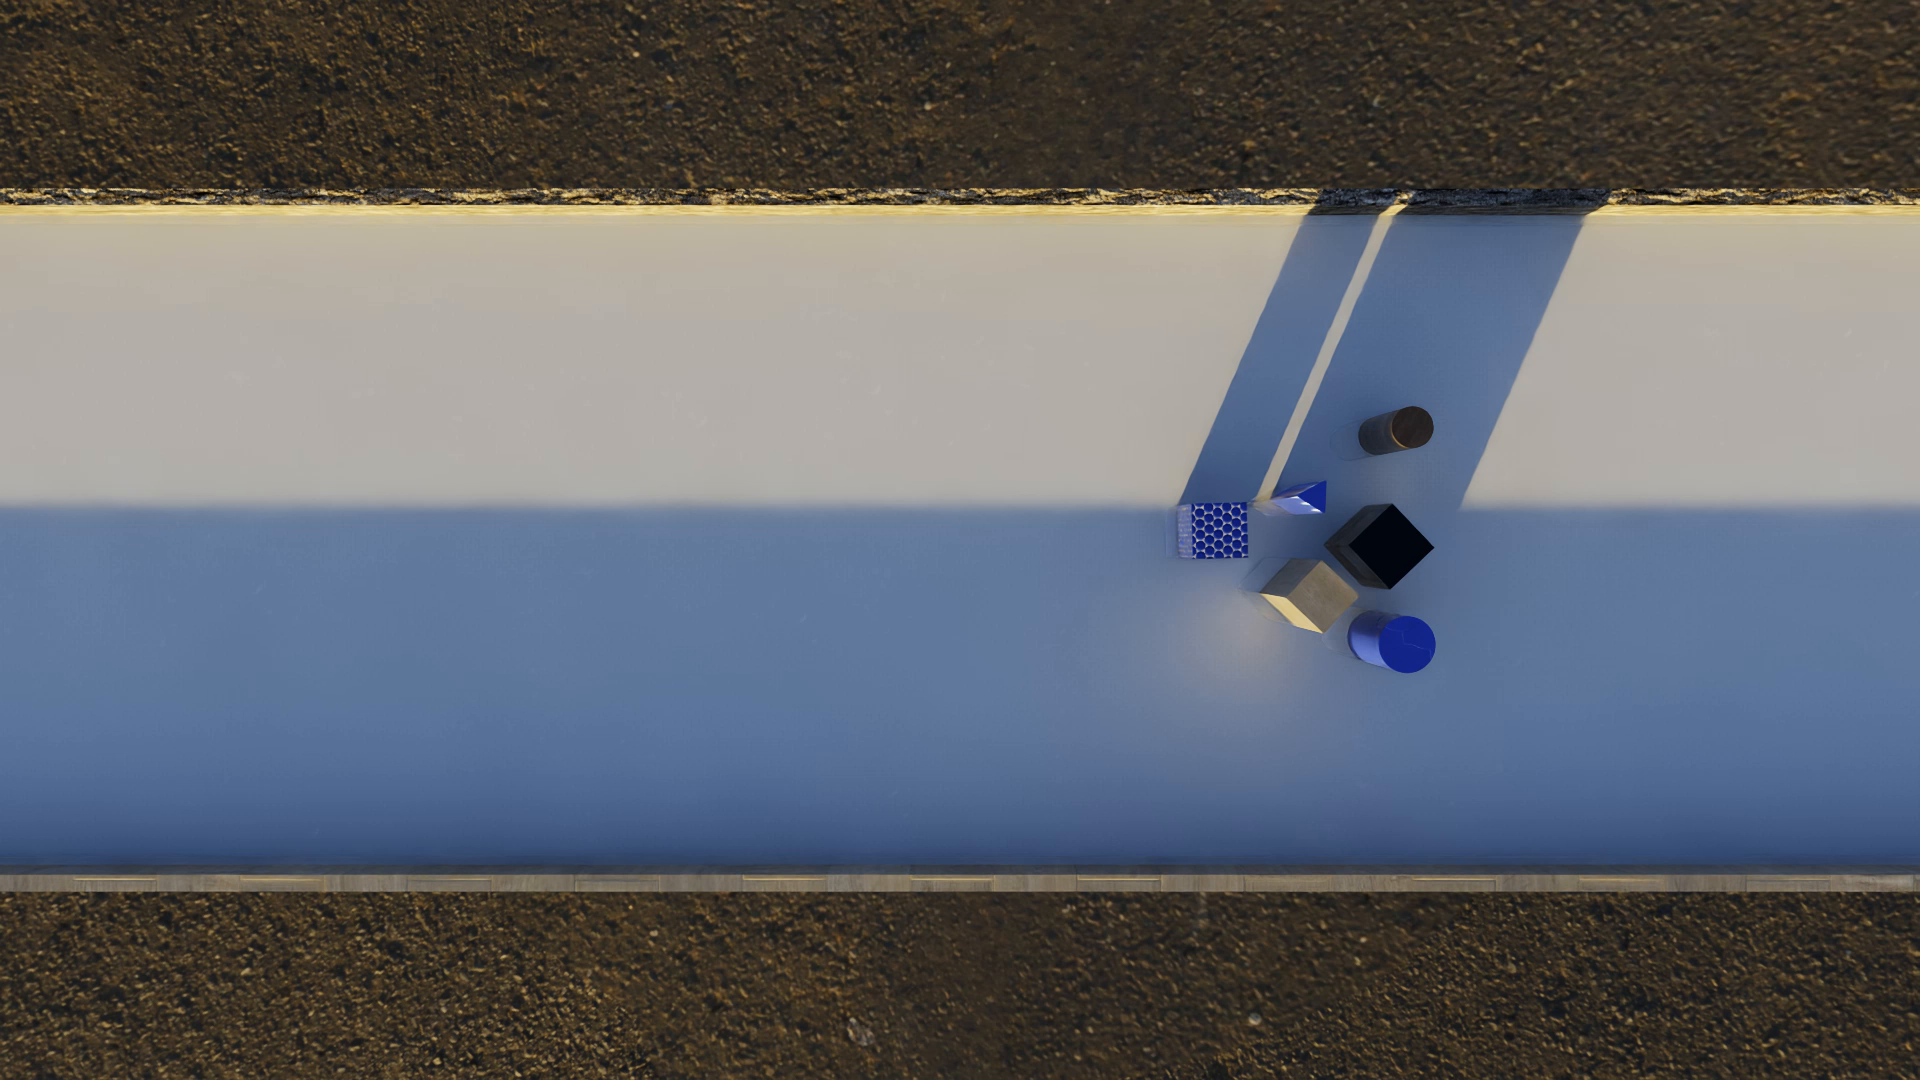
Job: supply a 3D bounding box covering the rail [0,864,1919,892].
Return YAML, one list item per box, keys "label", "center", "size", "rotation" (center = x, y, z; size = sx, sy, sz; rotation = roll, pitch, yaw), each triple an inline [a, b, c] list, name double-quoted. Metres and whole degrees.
- label: "rail"
  center: [-2.247, 1.025, 5.001]
  size: [12.000, 0.150, 0.050]
  rotation: [0, 90, 0]

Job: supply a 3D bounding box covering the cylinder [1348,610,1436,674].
- label: "cylinder"
  center: [1.273, 0.298, 4.885]
  size: [0.163, 0.382, 0.163]
  rotation: [0, 90, 0]

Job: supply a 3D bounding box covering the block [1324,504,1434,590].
- label: "block"
  center: [1.242, 0.018, 4.913]
  size: [0.176, 0.328, 0.176]
  rotation: [-43, 90, 0]

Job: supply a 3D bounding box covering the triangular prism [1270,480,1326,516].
- label: "triangular prism"
  center: [1.013, -0.134, 4.869]
  size: [0.091, 0.414, 0.079]
  rotation: [32, 90, 0]

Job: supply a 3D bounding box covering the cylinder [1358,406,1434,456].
- label: "cylinder"
  center: [1.285, -0.321, 4.879]
  size: [0.119, 0.395, 0.119]
  rotation: [0, 90, 0]

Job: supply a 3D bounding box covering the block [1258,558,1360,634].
- label: "block"
  center: [1.023, 0.160, 4.864]
  size: [0.147, 0.425, 0.147]
  rotation: [43, 90, 0]

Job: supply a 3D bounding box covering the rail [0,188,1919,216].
- label: "rail"
  center: [-2.247, -1.025, 5.002]
  size: [12.000, 0.150, 0.050]
  rotation: [0, 90, 0]

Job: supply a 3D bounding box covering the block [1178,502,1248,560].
- label: "block"
  center: [0.750, -0.027, 4.920]
  size: [0.160, 0.313, 0.160]
  rotation: [-2, 90, 0]
